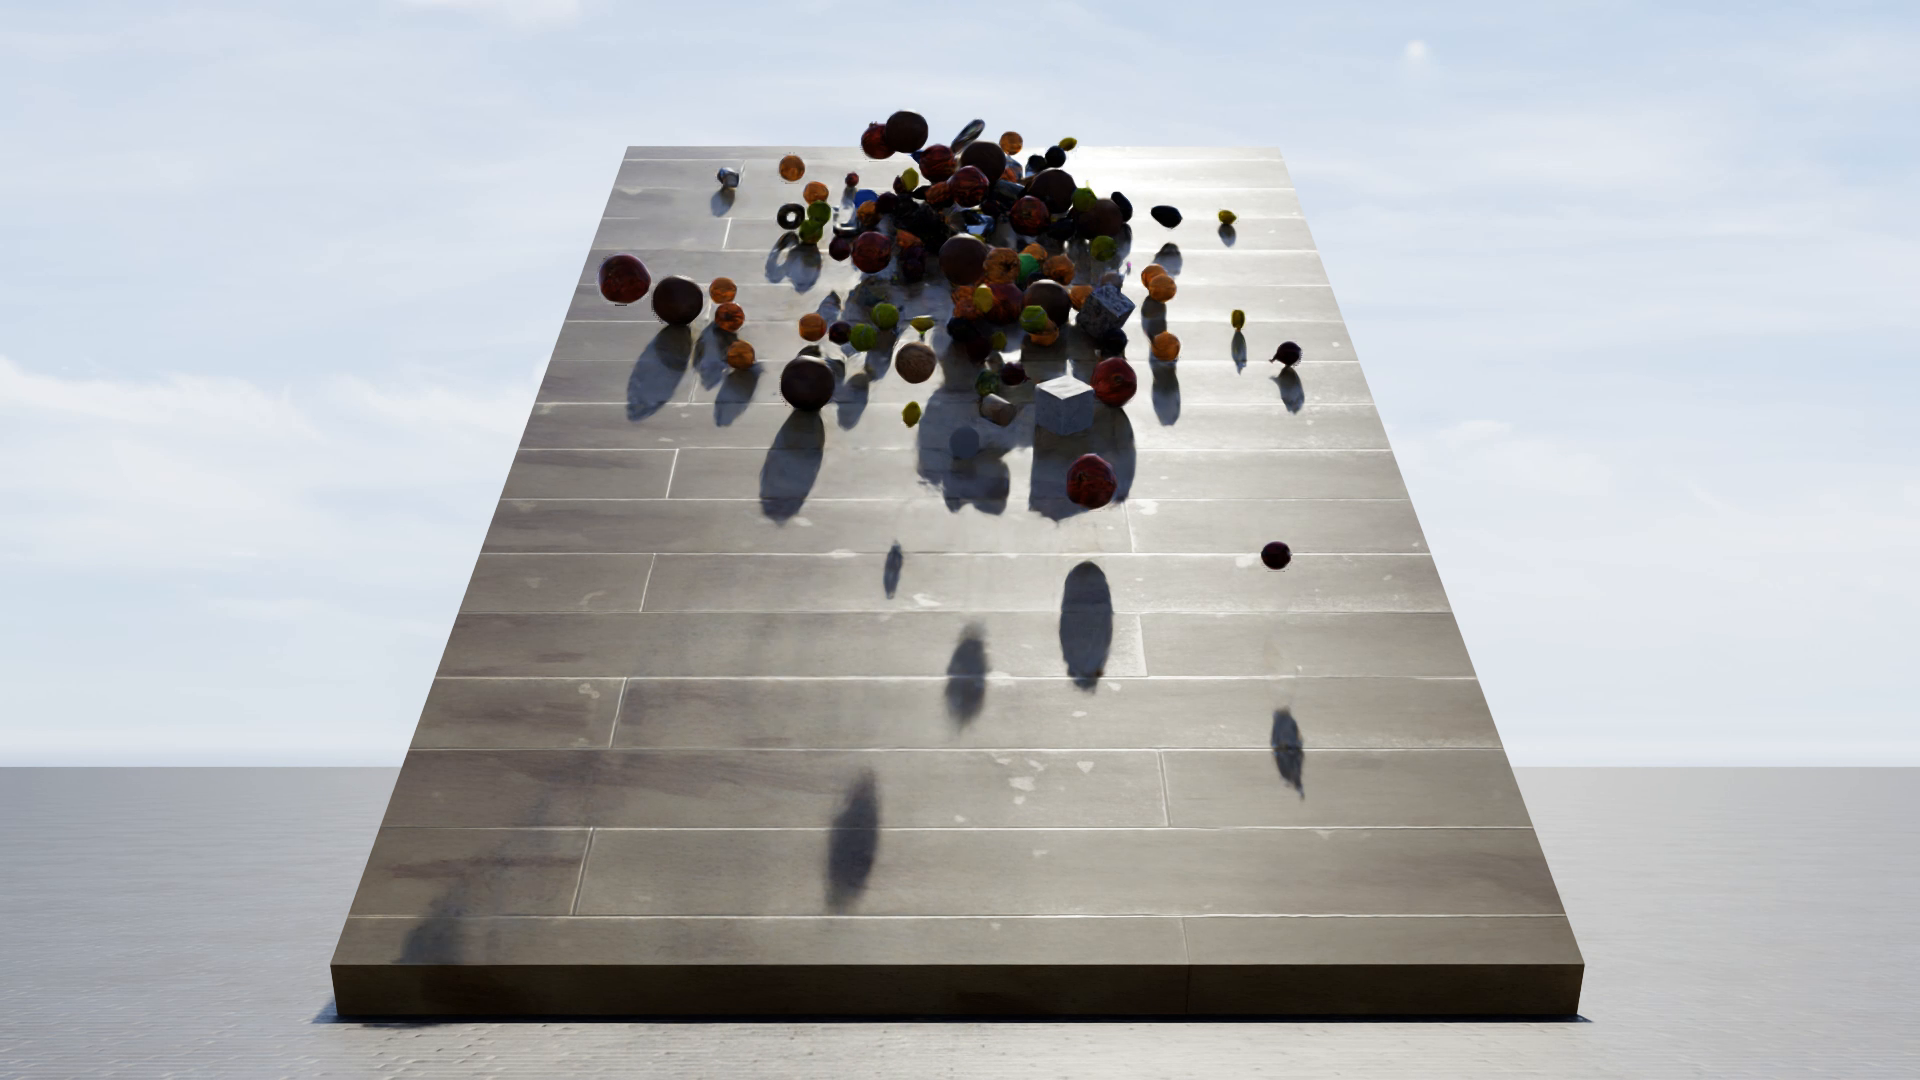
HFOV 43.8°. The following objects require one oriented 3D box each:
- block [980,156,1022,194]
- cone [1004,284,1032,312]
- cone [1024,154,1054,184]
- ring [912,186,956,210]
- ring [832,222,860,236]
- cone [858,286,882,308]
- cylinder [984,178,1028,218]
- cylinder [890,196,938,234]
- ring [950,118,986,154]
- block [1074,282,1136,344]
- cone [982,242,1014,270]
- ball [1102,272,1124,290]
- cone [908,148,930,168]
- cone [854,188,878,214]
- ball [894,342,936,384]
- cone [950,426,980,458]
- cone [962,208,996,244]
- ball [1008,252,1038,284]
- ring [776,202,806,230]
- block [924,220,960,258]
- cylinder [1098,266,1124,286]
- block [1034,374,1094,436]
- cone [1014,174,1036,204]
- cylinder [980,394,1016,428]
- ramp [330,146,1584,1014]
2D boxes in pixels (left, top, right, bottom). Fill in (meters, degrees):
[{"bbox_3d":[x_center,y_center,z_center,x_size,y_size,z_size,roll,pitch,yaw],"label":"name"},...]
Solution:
[{"bbox_3d":[0.121,-1.054,6.946,0.093,0.093,0.093,-12,30,-21],"label":"block"},{"bbox_3d":[0.152,-0.628,6.213,0.073,0.073,0.073,0,2,0],"label":"cone"},{"bbox_3d":[0.210,-1.057,6.961,0.096,0.096,0.096,25,-35,19],"label":"cone"},{"bbox_3d":[-0.074,-0.966,6.732,0.125,0.042,0.125,0,-12,0],"label":"ring"},{"bbox_3d":[-0.317,-0.865,6.661,0.077,0.026,0.077,2,25,-1],"label":"ring"},{"bbox_3d":[-0.228,-0.625,6.191,0.059,0.059,0.059,7,-8,-20],"label":"cone"},{"bbox_3d":[0.130,-0.970,6.755,0.091,0.091,0.091,20,0,16],"label":"cylinder"},{"bbox_3d":[-0.126,-0.889,6.542,0.092,0.092,0.092,-4,-4,37],"label":"cylinder"},{"bbox_3d":[0.024,-1.220,7.218,0.046,0.137,0.137,45,-10,-2],"label":"ring"},{"bbox_3d":[0.365,-0.572,6.007,0.094,0.094,0.094,-36,-16,-48],"label":"block"},{"bbox_3d":[0.107,-0.721,6.169,0.076,0.076,0.076,23,0,12],"label":"cone"},{"bbox_3d":[0.389,-0.659,6.103,0.056,0.056,0.056,0,-5,0],"label":"ball"},{"bbox_3d":[-0.129,-1.135,7.037,0.060,0.060,0.060,24,3,19],"label":"cone"},{"bbox_3d":[-0.271,-0.967,6.846,0.071,0.071,0.071,1,1,-6],"label":"cone"},{"bbox_3d":[-0.096,-0.382,5.151,0.090,0.090,0.090,0,-5,0],"label":"ball"},{"bbox_3d":[0.003,-0.221,5.450,0.074,0.074,0.074,1,0,-13],"label":"cone"},{"bbox_3d":[0.033,-0.886,6.586,0.095,0.095,0.095,-4,-34,37],"label":"cone"},{"bbox_3d":[0.168,-0.722,6.336,0.082,0.082,0.082,0,-5,0],"label":"ball"},{"bbox_3d":[-0.471,-0.903,6.666,0.084,0.084,0.028,2,32,-25],"label":"ring"},{"bbox_3d":[-0.050,-0.823,6.517,0.066,0.066,0.066,24,32,0],"label":"block"},{"bbox_3d":[0.398,-0.684,6.279,0.054,0.054,0.054,18,-9,-11],"label":"cylinder"},{"bbox_3d":[0.242,-0.312,5.555,0.096,0.096,0.096,-20,34,-33],"label":"block"},{"bbox_3d":[0.193,-1.026,6.875,0.079,0.079,0.079,-45,-26,22],"label":"cone"},{"bbox_3d":[0.086,-0.298,5.503,0.059,0.059,0.059,32,17,38],"label":"cylinder"},{"bbox_3d":[-0.011,-0.222,5.592,2.000,0.100,4.000,0,28,0],"label":"ramp"}]
